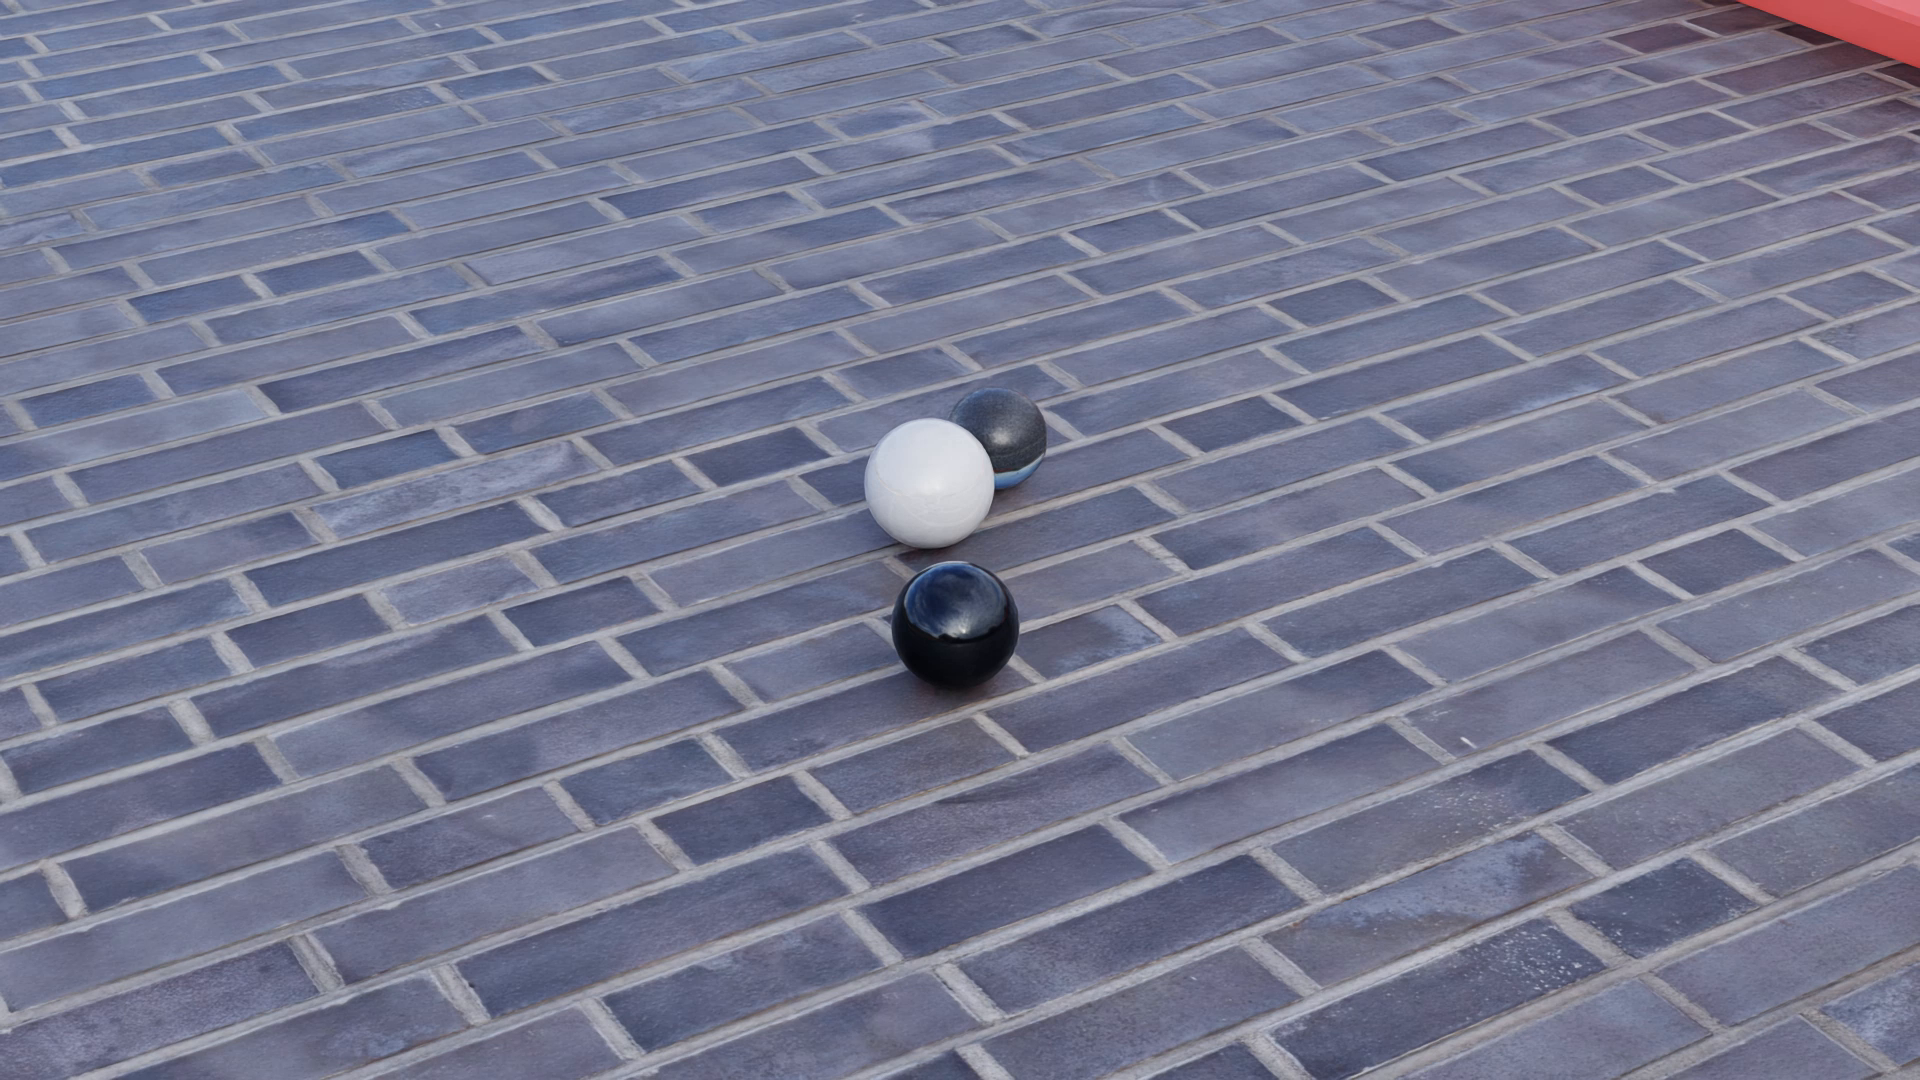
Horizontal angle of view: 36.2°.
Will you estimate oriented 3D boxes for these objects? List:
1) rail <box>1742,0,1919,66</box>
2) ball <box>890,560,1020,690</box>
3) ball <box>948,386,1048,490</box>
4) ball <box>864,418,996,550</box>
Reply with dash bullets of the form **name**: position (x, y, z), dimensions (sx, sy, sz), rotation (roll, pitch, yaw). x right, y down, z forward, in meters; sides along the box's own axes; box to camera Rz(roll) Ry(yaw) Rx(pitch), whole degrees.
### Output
- **rail**: position (0.503, -0.786, 3.272), dimensions (0.045, 0.119, 4.433), rotation (-16, 32, -28)
- **ball**: position (-0.003, 0.051, 1.769), dimensions (0.078, 0.078, 0.078), rotation (0, 28, 0)
- **ball**: position (0.024, -0.069, 1.999), dimensions (0.071, 0.071, 0.071), rotation (0, 28, 0)
- **ball**: position (-0.020, -0.037, 1.924), dimensions (0.086, 0.086, 0.086), rotation (0, 28, 0)
